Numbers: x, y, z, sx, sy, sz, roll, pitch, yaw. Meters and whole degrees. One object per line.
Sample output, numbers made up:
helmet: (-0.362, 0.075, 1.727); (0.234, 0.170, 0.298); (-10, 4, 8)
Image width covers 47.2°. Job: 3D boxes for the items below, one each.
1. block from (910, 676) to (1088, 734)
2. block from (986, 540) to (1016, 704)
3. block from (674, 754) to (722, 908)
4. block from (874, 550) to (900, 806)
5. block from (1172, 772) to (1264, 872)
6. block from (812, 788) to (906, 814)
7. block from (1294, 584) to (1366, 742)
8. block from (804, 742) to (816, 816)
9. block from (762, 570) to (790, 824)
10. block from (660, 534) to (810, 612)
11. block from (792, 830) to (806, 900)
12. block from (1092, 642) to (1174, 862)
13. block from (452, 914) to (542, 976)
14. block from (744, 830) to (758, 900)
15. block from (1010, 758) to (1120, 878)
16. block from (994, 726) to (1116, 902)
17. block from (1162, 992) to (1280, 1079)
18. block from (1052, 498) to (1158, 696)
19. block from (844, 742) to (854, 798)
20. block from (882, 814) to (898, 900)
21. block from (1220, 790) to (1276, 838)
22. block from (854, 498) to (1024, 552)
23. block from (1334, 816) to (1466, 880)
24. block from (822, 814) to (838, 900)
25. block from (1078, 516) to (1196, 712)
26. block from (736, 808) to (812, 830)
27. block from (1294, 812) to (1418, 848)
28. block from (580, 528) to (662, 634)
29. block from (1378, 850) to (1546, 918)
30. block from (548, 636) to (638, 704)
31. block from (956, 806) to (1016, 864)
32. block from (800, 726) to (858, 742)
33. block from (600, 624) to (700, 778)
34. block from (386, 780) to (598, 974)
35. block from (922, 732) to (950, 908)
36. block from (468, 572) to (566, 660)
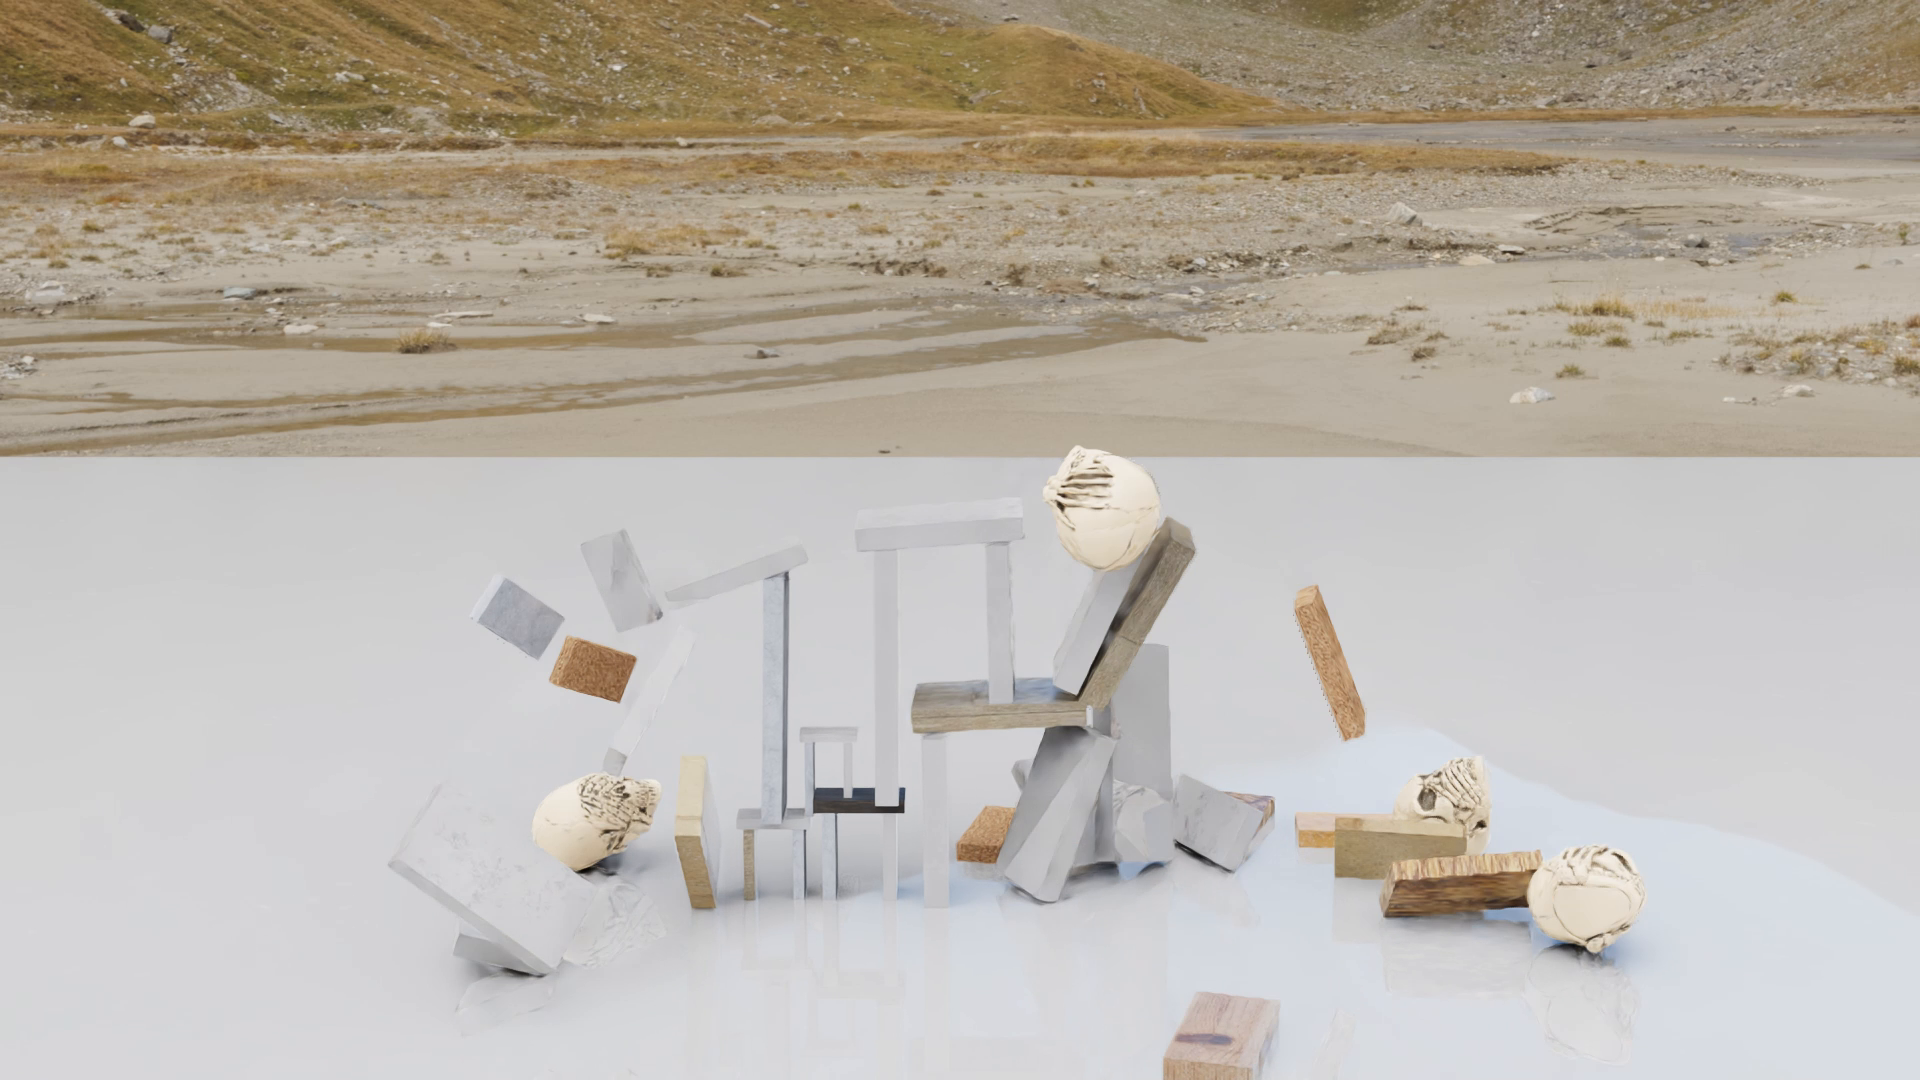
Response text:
block: (0.067, 0.271, 3.642); (0.285, 0.040, 0.143); (-3, 14, 4)
block: (0.067, 0.118, 3.600); (0.038, 0.268, 0.134); (-1, 17, 3)
block: (-0.418, 0.469, 3.522); (0.039, 0.139, 0.277); (1, -33, 0)
block: (-0.119, 0.213, 3.603); (0.038, 0.422, 0.134); (0, 11, 0)
block: (0.437, 0.495, 3.869); (0.032, 0.112, 0.225); (29, -4, -27)
block: (-0.166, 0.431, 3.642); (0.150, 0.021, 0.075); (0, 11, 0)
block: (0.621, 0.204, 3.684); (0.034, 0.241, 0.121); (-19, 9, 16)
block: (-0.248, 0.389, 3.636); (0.014, 0.127, 0.048); (0, 11, 0)
block: (-0.302, 0.251, 3.602); (0.033, 0.410, 0.117); (1, 11, -1)
block: (-0.364, 0.052, 3.547); (0.233, 0.033, 0.117); (-20, 11, -8)
block: (-0.266, 0.530, 3.655); (0.017, 0.122, 0.061); (0, 11, 0)
block: (0.297, 0.365, 3.792); (0.153, 0.375, 0.043); (8, -13, -43)
block: (-0.704, 0.565, 3.408); (0.139, 0.039, 0.277); (17, 20, -15)
block: (-0.348, 0.530, 3.655); (0.017, 0.122, 0.061); (0, 11, 0)
block: (0.185, 0.476, 3.821); (0.112, 0.032, 0.225); (-6, 52, -28)
block: (0.157, 0.442, 3.663); (0.040, 0.285, 0.143); (17, 5, -32)
block: (0.363, 0.690, 3.037); (0.121, 0.034, 0.241); (3, 11, 16)
block: (0.234, 0.090, 3.587); (0.043, 0.306, 0.153); (24, 12, -2)
block: (-0.184, 0.373, 3.633); (0.014, 0.095, 0.048); (0, 11, 0)
block: (-0.116, 0.516, 3.658); (0.021, 0.150, 0.075); (0, 11, 0)
block: (0.497, 0.508, 4.024); (0.108, 0.031, 0.216); (4, 11, 21)
block: (-0.032, -0.026, 3.557); (0.268, 0.038, 0.134); (-4, 14, 2)
block: (0.742, 0.525, 3.712); (0.216, 0.108, 0.031); (2, 34, 12)
block: (-0.216, 0.516, 3.658); (0.021, 0.150, 0.075); (0, 11, 0)
block: (0.285, 0.119, 3.580); (0.043, 0.306, 0.153); (28, 14, -5)
block: (-0.307, 0.462, 3.642); (0.122, 0.017, 0.061); (0, 11, 0)
block: (0.714, 0.522, 3.951); (0.216, 0.031, 0.108); (1, 11, 5)
block: (-0.539, 0.065, 3.495); (0.077, 0.155, 0.022); (-18, 12, 21)
block: (0.804, 0.552, 3.527); (0.241, 0.121, 0.034); (-4, 51, -4)
block: (-0.568, 0.201, 3.409); (0.022, 0.077, 0.155); (20, -3, 31)
block: (0.075, 0.526, 3.926); (0.112, 0.032, 0.225); (3, 11, 13)
block: (-0.216, 0.320, 3.623); (0.095, 0.014, 0.048); (0, 11, 0)
block: (-0.491, 0.256, 3.481); (0.033, 0.233, 0.117); (29, -28, -2)
block: (-0.659, 0.478, 3.114); (0.039, 0.277, 0.139); (-27, 29, 47)
block: (-0.040, 0.449, 3.644); (0.040, 0.285, 0.143); (-1, 11, 0)
block: (-0.671, 0.117, 3.336); (0.022, 0.077, 0.155); (24, -12, 36)
